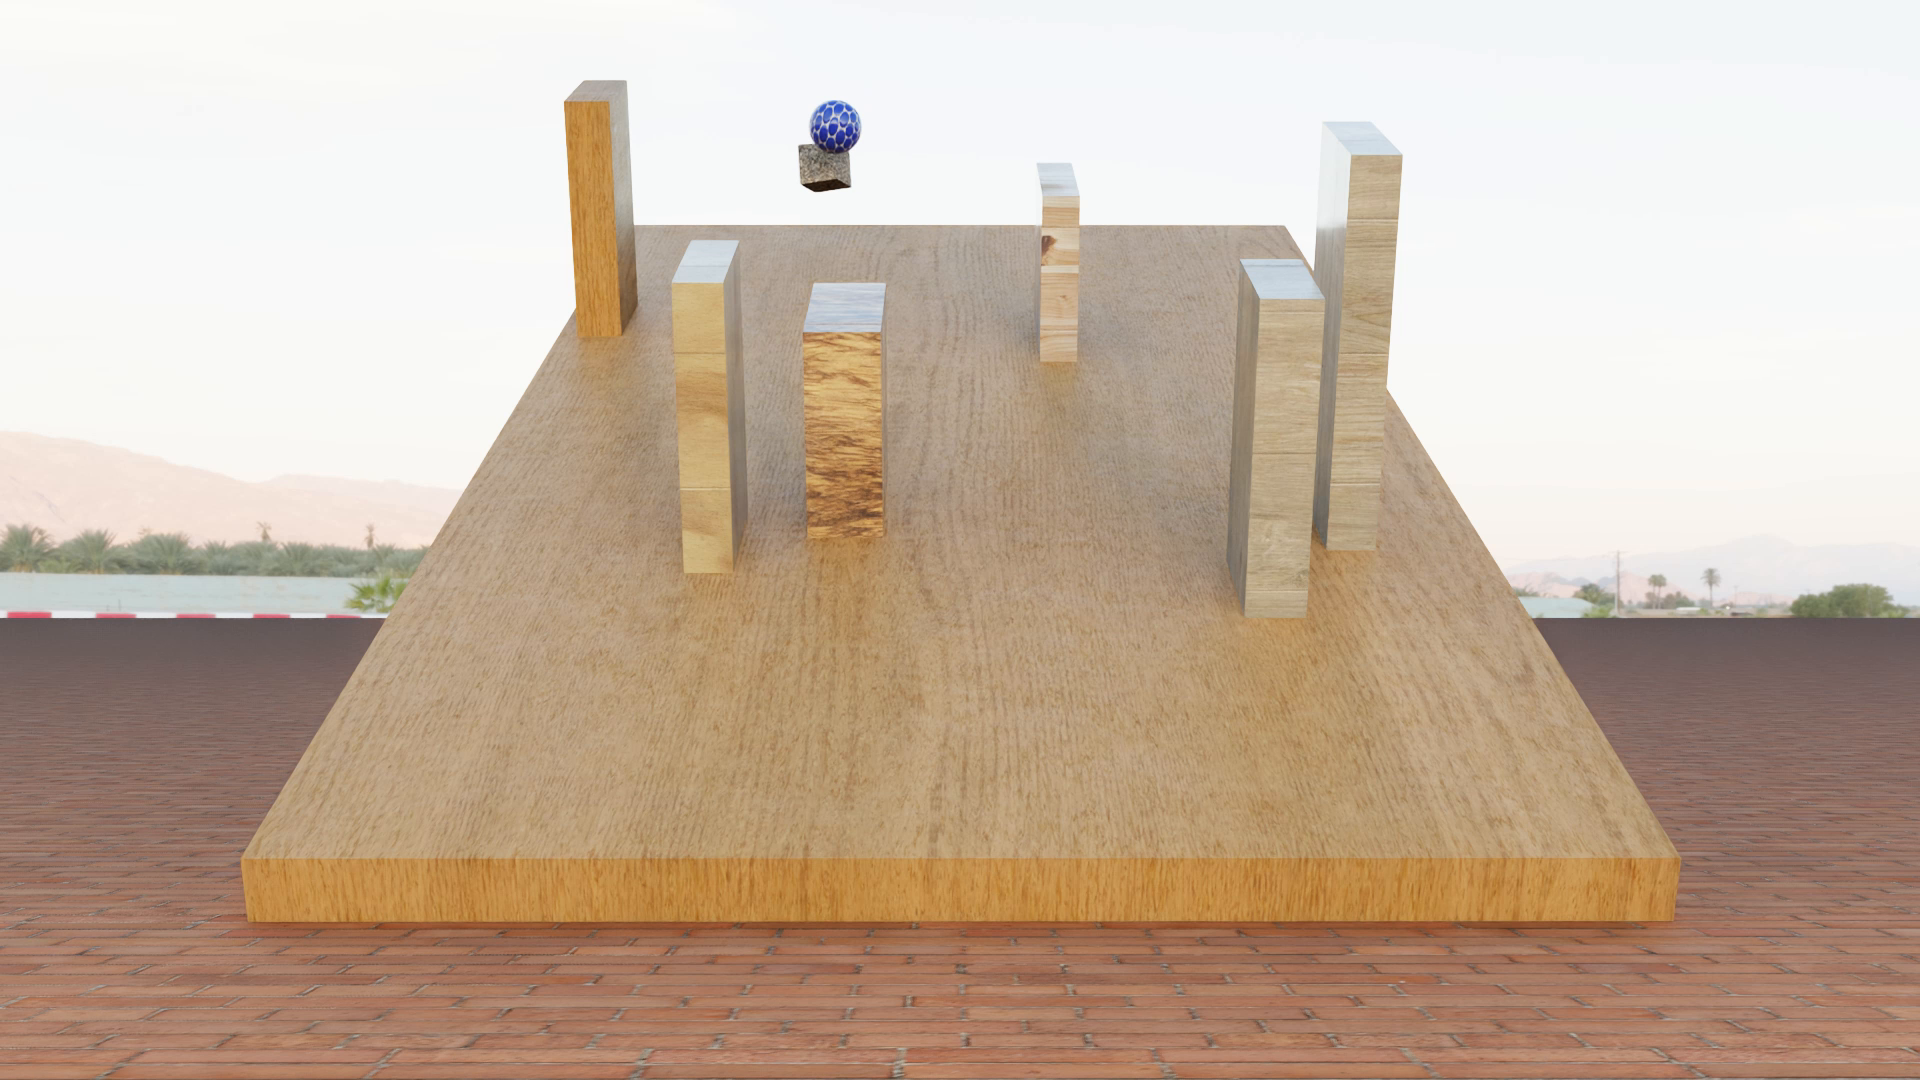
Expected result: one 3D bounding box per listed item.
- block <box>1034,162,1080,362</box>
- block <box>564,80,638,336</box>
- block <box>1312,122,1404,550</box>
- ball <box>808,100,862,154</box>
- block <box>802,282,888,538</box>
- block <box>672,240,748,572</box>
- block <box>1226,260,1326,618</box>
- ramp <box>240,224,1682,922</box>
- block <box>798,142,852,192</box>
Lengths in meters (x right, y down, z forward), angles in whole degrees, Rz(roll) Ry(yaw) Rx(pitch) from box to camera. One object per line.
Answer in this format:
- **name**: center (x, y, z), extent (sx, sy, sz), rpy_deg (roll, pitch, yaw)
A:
- **block**: center (0.237, -0.692, 5.616), extent (0.089, 0.404, 0.409), rpy_deg (0, 20, 0)
- **block**: center (-0.904, -0.842, 5.752), extent (0.110, 0.587, 0.323), rpy_deg (0, 20, 0)
- **block**: center (0.738, -0.390, 4.314), extent (0.093, 0.750, 0.332), rpy_deg (0, 20, 0)
- **ball**: center (-0.358, -1.184, 6.519), extent (0.155, 0.155, 0.155), rpy_deg (0, -2, 0)
- **block**: center (-0.220, -0.260, 4.452), extent (0.144, 0.406, 0.373), rpy_deg (0, 20, 0)
- **block**: center (-0.462, -0.252, 4.232), extent (0.091, 0.546, 0.327), rpy_deg (0, 20, 0)
- **block**: center (0.552, -0.181, 4.008), extent (0.108, 0.573, 0.282), rpy_deg (0, 20, 0)
- **ramp**: center (-0.005, -0.211, 5.046), extent (2.000, 0.100, 4.000), rpy_deg (0, 20, 0)
- **block**: center (-0.402, -1.111, 6.761), extent (0.118, 0.118, 0.118), rpy_deg (-5, -6, 18)
